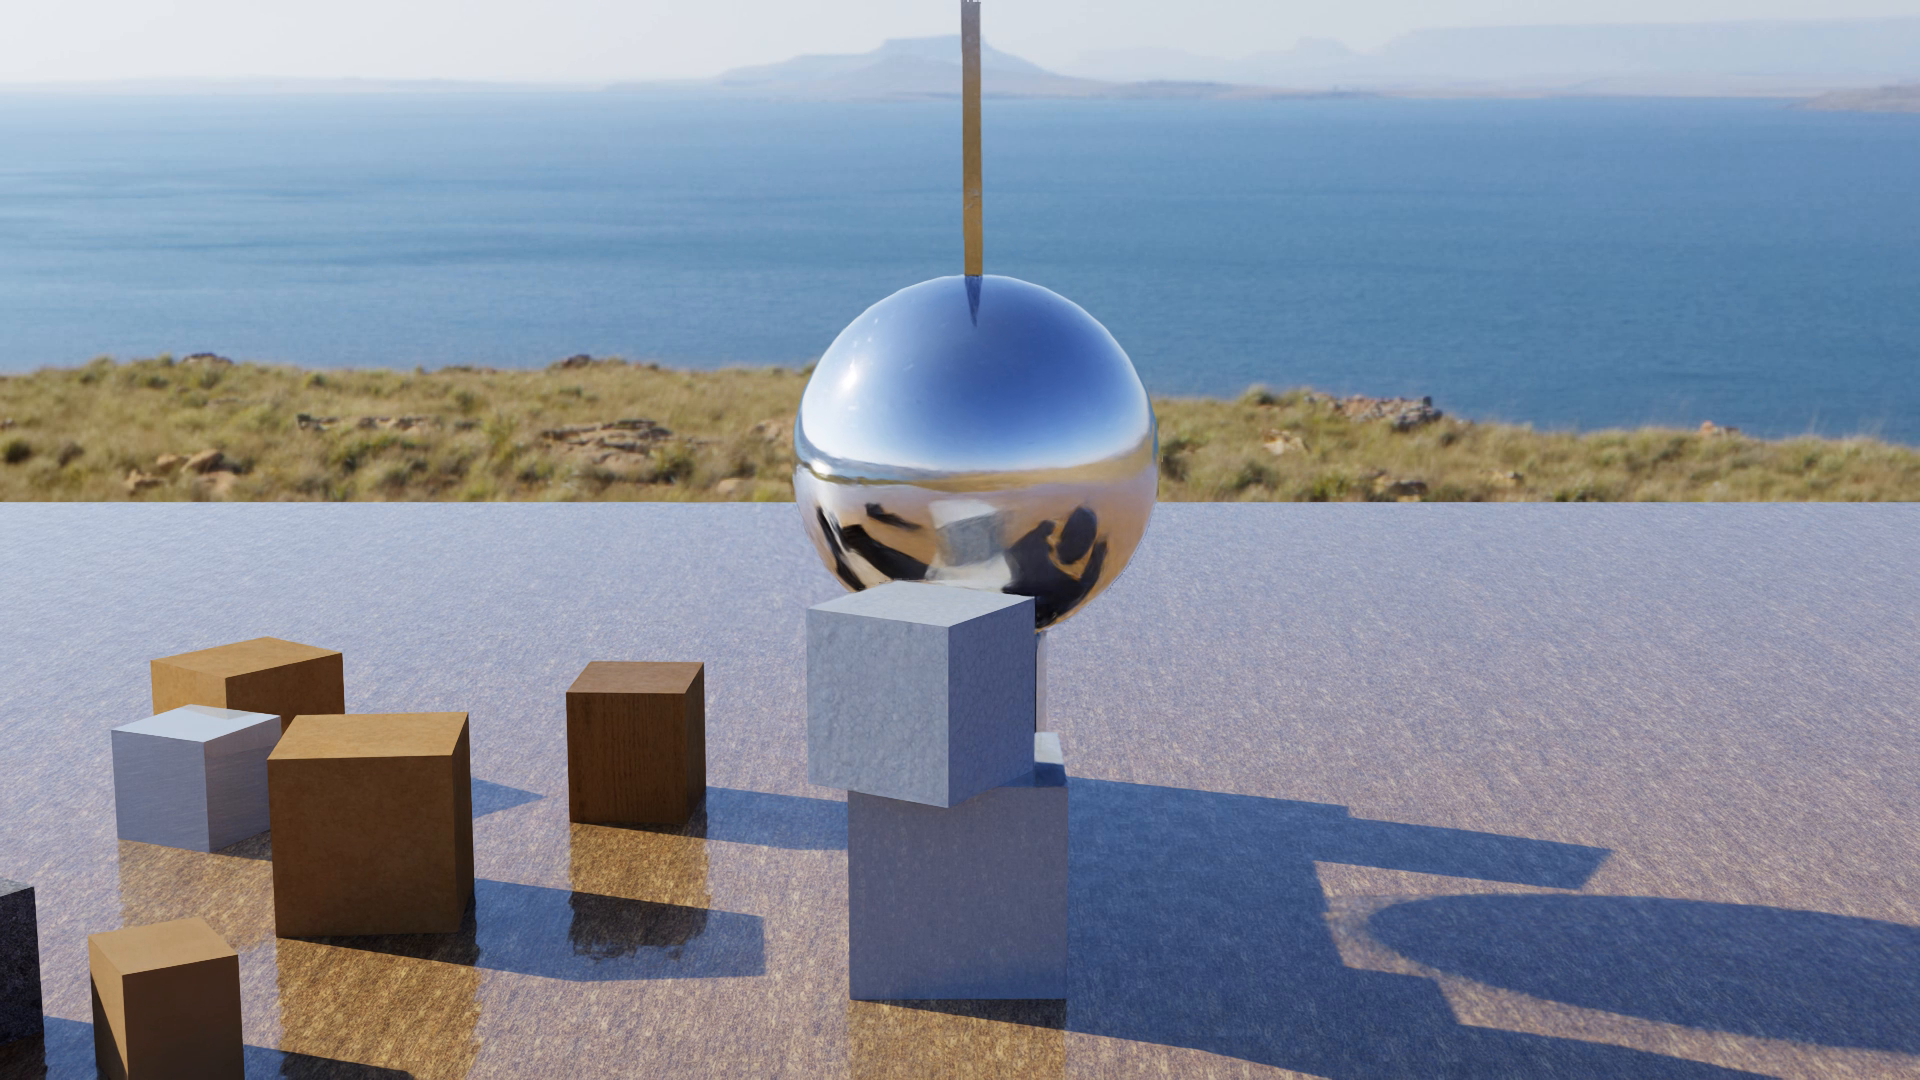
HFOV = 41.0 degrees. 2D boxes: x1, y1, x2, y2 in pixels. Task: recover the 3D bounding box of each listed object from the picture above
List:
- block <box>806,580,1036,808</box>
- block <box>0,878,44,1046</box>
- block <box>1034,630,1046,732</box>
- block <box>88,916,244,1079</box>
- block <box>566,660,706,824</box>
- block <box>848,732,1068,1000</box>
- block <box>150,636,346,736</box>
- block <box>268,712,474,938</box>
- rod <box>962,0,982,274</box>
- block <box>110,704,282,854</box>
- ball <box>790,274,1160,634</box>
[{"bbox_3d":[-0.145,0.573,9.795,0.632,0.682,0.628,6,12,31],"label":"block"},{"bbox_3d":[-3.825,1.563,9.412,0.614,0.558,0.591,7,12,32],"label":"block"},{"bbox_3d":[0.002,0.851,12.558,0.795,0.833,0.880,1,10,5],"label":"block"},{"bbox_3d":[-2.821,1.662,9.115,0.399,0.469,0.487,-6,12,-31],"label":"block"},{"bbox_3d":[-1.561,0.972,12.442,0.563,0.635,0.653,0,10,2],"label":"block"},{"bbox_3d":[-0.012,1.277,10.183,0.834,0.843,0.810,0,10,-1],"label":"block"},{"bbox_3d":[-3.571,0.892,12.907,0.611,0.628,0.703,8,13,38],"label":"block"},{"bbox_3d":[-2.482,1.193,10.886,0.739,0.757,0.729,-1,10,-5],"label":"block"},{"bbox_3d":[0.029,-3.695,10.509,0.080,5.200,0.080,-1,10,0],"label":"rod"},{"bbox_3d":[-3.559,1.108,12.008,0.544,0.523,0.532,5,11,24],"label":"block"},{"bbox_3d":[0.066,-0.350,11.117,1.600,1.600,1.600,0,10,0],"label":"ball"}]
